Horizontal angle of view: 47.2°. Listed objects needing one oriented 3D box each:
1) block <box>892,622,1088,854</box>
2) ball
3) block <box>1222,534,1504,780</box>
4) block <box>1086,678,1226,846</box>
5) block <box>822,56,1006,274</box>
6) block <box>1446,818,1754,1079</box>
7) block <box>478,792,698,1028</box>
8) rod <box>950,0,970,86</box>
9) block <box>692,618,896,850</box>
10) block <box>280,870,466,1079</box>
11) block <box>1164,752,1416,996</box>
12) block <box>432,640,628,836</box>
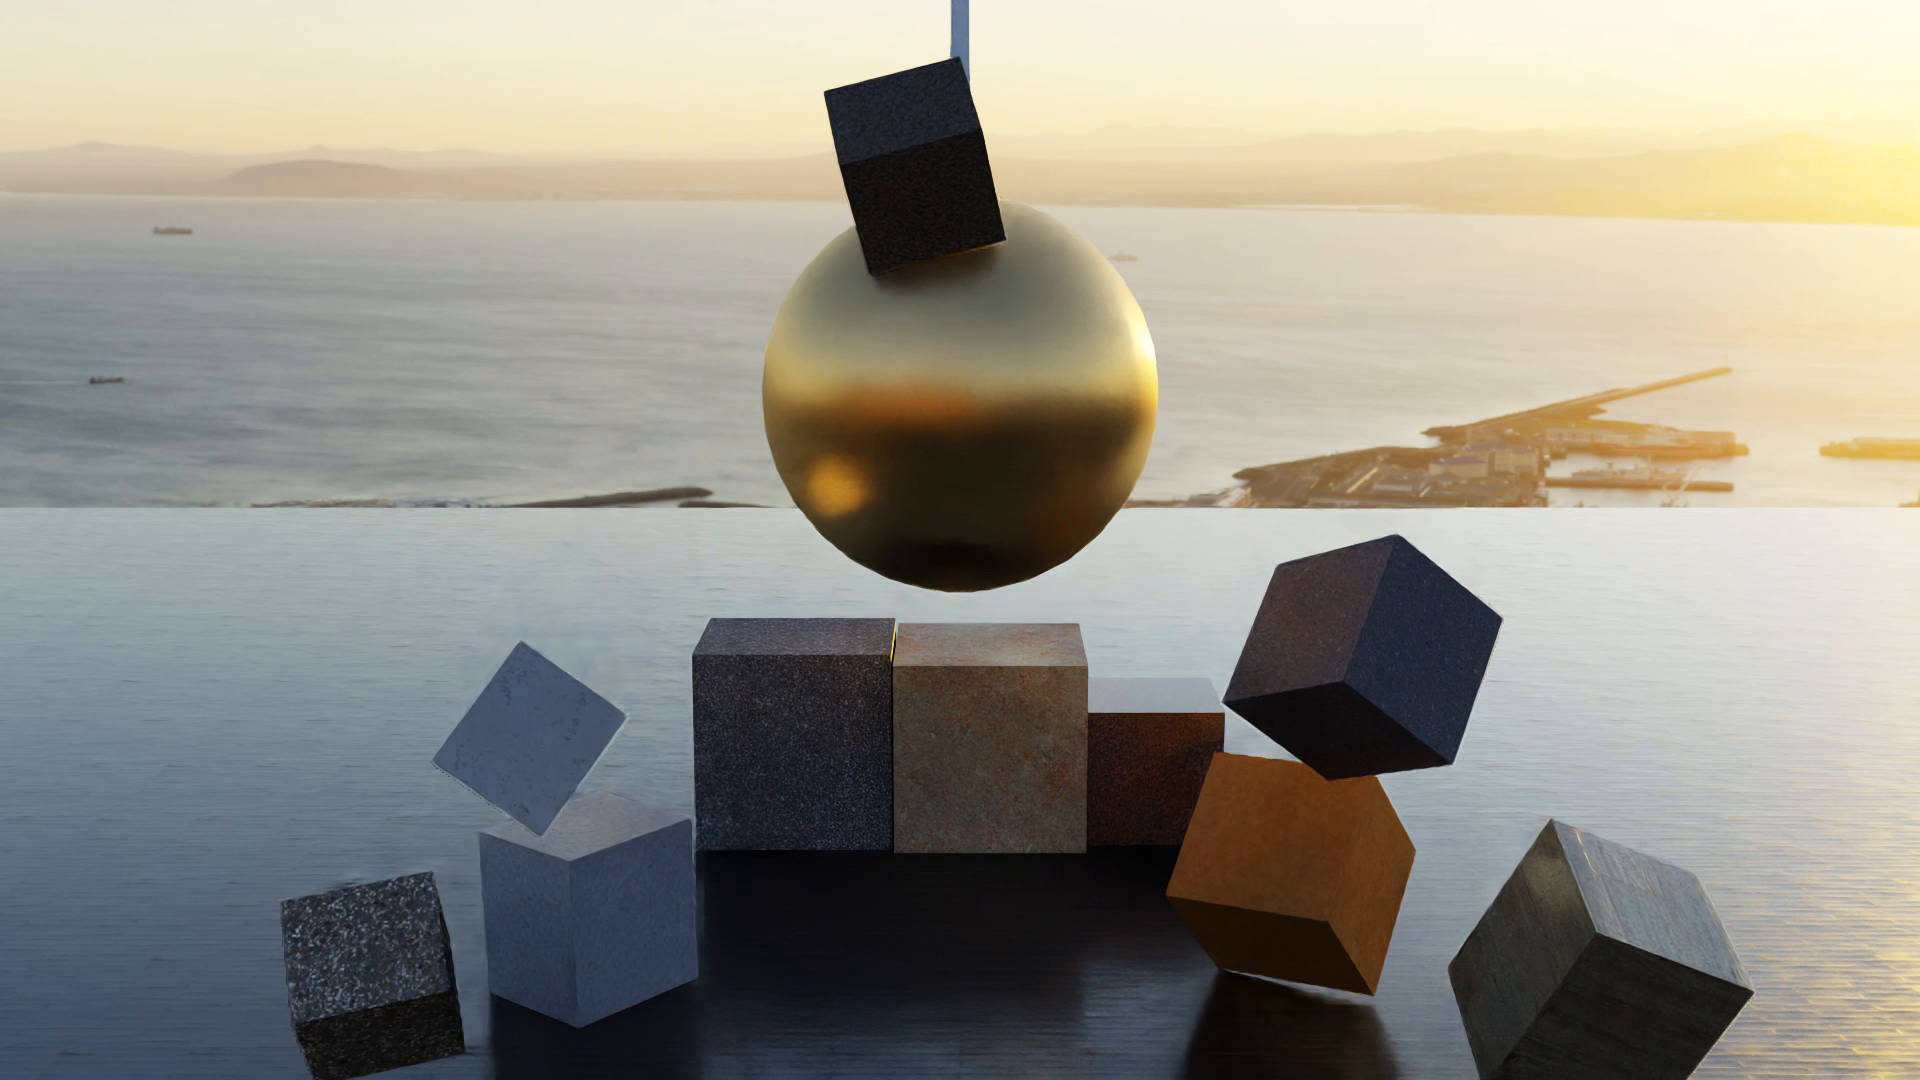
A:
[{"bbox_3d":[0.152,1.003,11.368,0.960,0.959,0.978,0,10,0],"label":"block"},{"bbox_3d":[0.000,-0.589,8.871,1.600,1.600,1.600,0,10,0],"label":"ball"},{"bbox_3d":[1.557,0.468,8.524,0.598,0.655,0.700,36,-27,-21],"label":"block"},{"bbox_3d":[0.981,1.136,11.383,0.682,0.692,0.722,0,10,0],"label":"block"},{"bbox_3d":[-0.169,-1.396,8.200,0.527,0.512,0.485,-14,45,1],"label":"block"},{"bbox_3d":[2.263,1.570,7.859,0.624,0.750,0.652,21,26,-11],"label":"block"},{"bbox_3d":[-1.542,1.522,9.158,0.581,0.707,0.646,9,16,40],"label":"block"},{"bbox_3d":[0.000,-3.928,9.512,0.080,5.200,0.080,0,-11,0],"label":"rod"},{"bbox_3d":[-0.831,0.984,11.344,0.982,1.005,0.843,0,10,0],"label":"block"},{"bbox_3d":[-2.201,1.648,8.269,0.555,0.521,0.510,-10,53,-12],"label":"block"},{"bbox_3d":[1.393,1.388,9.185,0.712,0.684,0.672,4,-33,32],"label":"block"},{"bbox_3d":[-1.674,0.779,8.554,0.497,0.553,0.581,36,-12,-6],"label":"block"}]
